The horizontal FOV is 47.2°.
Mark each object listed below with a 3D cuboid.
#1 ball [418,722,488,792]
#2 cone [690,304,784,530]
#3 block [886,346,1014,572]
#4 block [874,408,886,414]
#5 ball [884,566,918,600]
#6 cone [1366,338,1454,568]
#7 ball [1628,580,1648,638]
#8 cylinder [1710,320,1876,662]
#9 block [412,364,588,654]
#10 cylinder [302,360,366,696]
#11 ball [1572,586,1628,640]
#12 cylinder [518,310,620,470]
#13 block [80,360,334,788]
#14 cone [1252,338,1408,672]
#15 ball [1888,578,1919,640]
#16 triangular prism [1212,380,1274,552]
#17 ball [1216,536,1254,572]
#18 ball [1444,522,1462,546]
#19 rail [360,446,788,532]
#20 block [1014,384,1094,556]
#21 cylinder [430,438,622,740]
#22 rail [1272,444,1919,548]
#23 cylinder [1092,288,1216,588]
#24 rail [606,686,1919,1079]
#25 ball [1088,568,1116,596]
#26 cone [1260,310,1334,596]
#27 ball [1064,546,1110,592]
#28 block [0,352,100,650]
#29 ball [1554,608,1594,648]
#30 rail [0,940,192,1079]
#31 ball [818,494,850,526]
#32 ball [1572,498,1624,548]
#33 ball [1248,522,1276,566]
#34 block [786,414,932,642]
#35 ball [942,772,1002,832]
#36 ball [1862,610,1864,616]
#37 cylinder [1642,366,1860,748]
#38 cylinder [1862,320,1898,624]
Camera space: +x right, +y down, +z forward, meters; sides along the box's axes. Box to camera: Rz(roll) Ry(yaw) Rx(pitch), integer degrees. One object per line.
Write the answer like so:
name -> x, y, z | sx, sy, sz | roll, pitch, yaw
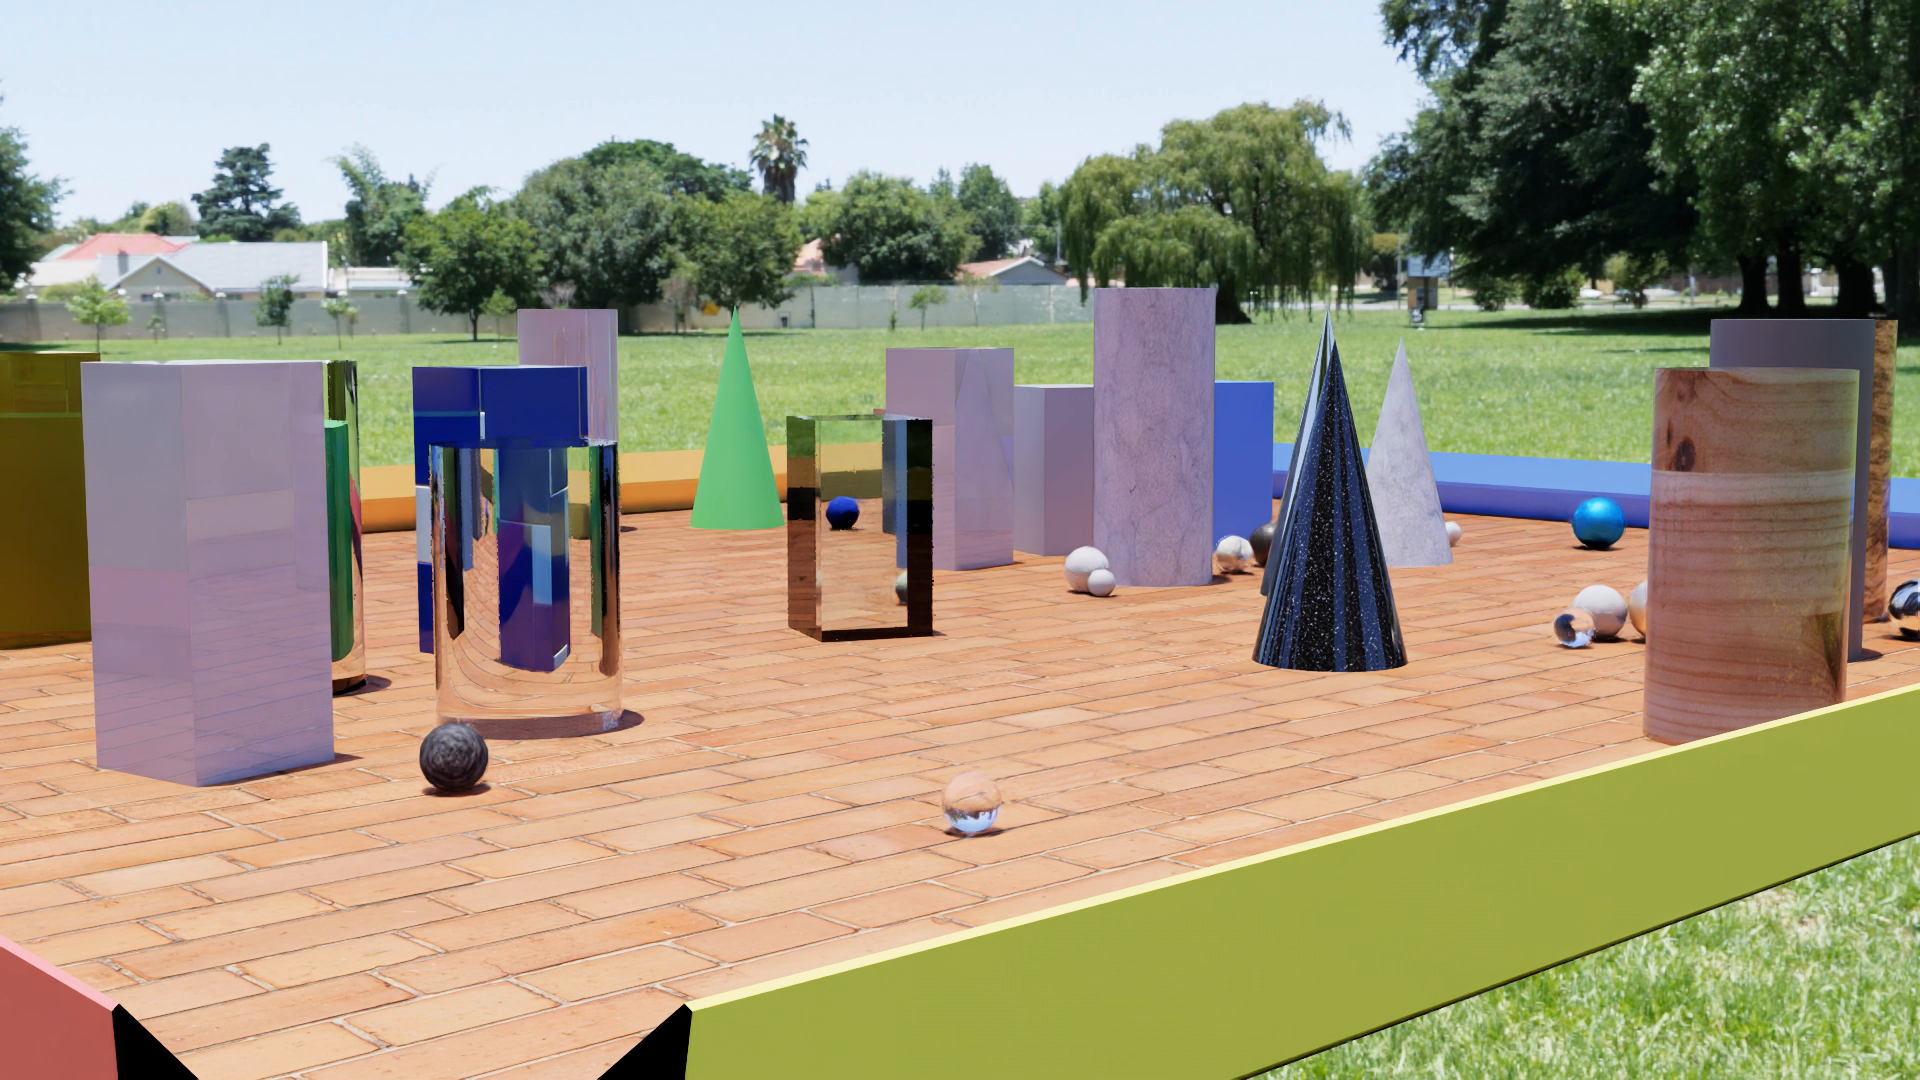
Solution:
ball -> -0.471, 0.202, 2.046 | 0.063, 0.063, 0.063 | 0, 6, 0
cone -> -0.464, -0.259, 4.565 | 0.199, 0.459, 0.199 | 0, 6, 0
block -> -0.018, -0.147, 3.864 | 0.159, 0.380, 0.159 | 5, 8, 40
block -> -0.070, -0.140, 4.435 | 0.159, 0.248, 0.159 | -3, 7, -25
ball -> -0.092, 0.066, 3.395 | 0.053, 0.053, 0.053 | 0, 6, 0
cone -> 0.781, -0.163, 3.911 | 0.199, 0.402, 0.199 | 0, 6, 0
ball -> 0.947, 0.093, 2.962 | 0.089, 0.089, 0.089 | 0, 6, 0
cylinder -> 1.072, -0.069, 2.855 | 0.199, 0.433, 0.199 | 0, 6, 0
block -> -0.596, -0.039, 2.866 | 0.159, 0.372, 0.159 | 6, 8, 43
cylinder -> -0.808, -0.017, 2.589 | 0.199, 0.385, 0.199 | 0, 6, 0
ball -> 0.869, 0.098, 2.989 | 0.074, 0.074, 0.074 | 0, 6, 0
cylinder -> -0.792, -0.243, 4.457 | 0.199, 0.448, 0.199 | 0, 6, 0
block -> -0.734, 0.024, 2.151 | 0.159, 0.395, 0.159 | 4, 7, 35
cone -> 0.473, -0.051, 2.796 | 0.199, 0.410, 0.199 | 0, 6, 0
ball -> 1.307, 0.093, 2.988 | 0.084, 0.084, 0.084 | 0, 6, 0
triangular prism -> 0.481, -0.142, 4.137 | 0.172, 0.313, 0.149 | -1, 6, -12
ball -> 0.468, 0.025, 3.749 | 0.063, 0.063, 0.063 | 0, 6, 0
ball -> 0.928, -0.011, 4.174 | 0.046, 0.046, 0.046 | 0, 6, 0
rail -> -1.093, -0.089, 4.510 | 3.738, 0.129, 0.045 | -5, 8, -42
block -> 0.189, -0.133, 4.091 | 0.159, 0.306, 0.159 | -3, 7, -26
cylinder -> -0.466, 0.047, 2.371 | 0.199, 0.303, 0.199 | 0, 6, 0
rail -> 1.356, -0.096, 4.576 | 0.045, 0.129, 3.271 | -5, 8, -42
cylinder -> 0.319, -0.173, 3.626 | 0.199, 0.481, 0.199 | 0, 6, 0
rail -> 1.093, 0.156, 2.153 | 3.738, 0.129, 0.045 | -5, 8, -42
ball -> 0.222, 0.067, 3.437 | 0.043, 0.043, 0.043 | 0, 6, 0
cone -> 0.573, -0.140, 3.449 | 0.199, 0.452, 0.199 | 0, 6, 0
ball -> 0.201, 0.047, 3.489 | 0.073, 0.073, 0.073 | 0, 6, 0
block -> -1.272, -0.059, 2.983 | 0.159, 0.389, 0.159 | 6, 8, 43
ball -> 0.816, 0.116, 2.922 | 0.053, 0.053, 0.053 | 0, 6, 0
rail -> -1.356, 0.163, 2.087 | 0.045, 0.129, 3.271 | -5, 8, -42
ball -> -0.260, -0.061, 4.546 | 0.068, 0.068, 0.068 | 0, 6, 0
ball -> 1.200, -0.032, 4.133 | 0.095, 0.095, 0.095 | 0, 6, 0
ball -> 0.543, 0.008, 3.840 | 0.077, 0.077, 0.077 | 0, 6, 0
block -> -0.140, -0.021, 3.049 | 0.159, 0.298, 0.159 | -2, 6, -21
ball -> 0.010, 0.224, 1.885 | 0.052, 0.052, 0.052 | 0, 6, 0
ball -> 1.200, 0.096, 3.015 | 0.073, 0.073, 0.073 | 0, 6, 0
cylinder -> 0.819, 0.015, 2.284 | 0.199, 0.385, 0.199 | 0, 6, 0
cylinder -> 1.250, -0.104, 3.206 | 0.199, 0.432, 0.199 | 0, 6, 0
